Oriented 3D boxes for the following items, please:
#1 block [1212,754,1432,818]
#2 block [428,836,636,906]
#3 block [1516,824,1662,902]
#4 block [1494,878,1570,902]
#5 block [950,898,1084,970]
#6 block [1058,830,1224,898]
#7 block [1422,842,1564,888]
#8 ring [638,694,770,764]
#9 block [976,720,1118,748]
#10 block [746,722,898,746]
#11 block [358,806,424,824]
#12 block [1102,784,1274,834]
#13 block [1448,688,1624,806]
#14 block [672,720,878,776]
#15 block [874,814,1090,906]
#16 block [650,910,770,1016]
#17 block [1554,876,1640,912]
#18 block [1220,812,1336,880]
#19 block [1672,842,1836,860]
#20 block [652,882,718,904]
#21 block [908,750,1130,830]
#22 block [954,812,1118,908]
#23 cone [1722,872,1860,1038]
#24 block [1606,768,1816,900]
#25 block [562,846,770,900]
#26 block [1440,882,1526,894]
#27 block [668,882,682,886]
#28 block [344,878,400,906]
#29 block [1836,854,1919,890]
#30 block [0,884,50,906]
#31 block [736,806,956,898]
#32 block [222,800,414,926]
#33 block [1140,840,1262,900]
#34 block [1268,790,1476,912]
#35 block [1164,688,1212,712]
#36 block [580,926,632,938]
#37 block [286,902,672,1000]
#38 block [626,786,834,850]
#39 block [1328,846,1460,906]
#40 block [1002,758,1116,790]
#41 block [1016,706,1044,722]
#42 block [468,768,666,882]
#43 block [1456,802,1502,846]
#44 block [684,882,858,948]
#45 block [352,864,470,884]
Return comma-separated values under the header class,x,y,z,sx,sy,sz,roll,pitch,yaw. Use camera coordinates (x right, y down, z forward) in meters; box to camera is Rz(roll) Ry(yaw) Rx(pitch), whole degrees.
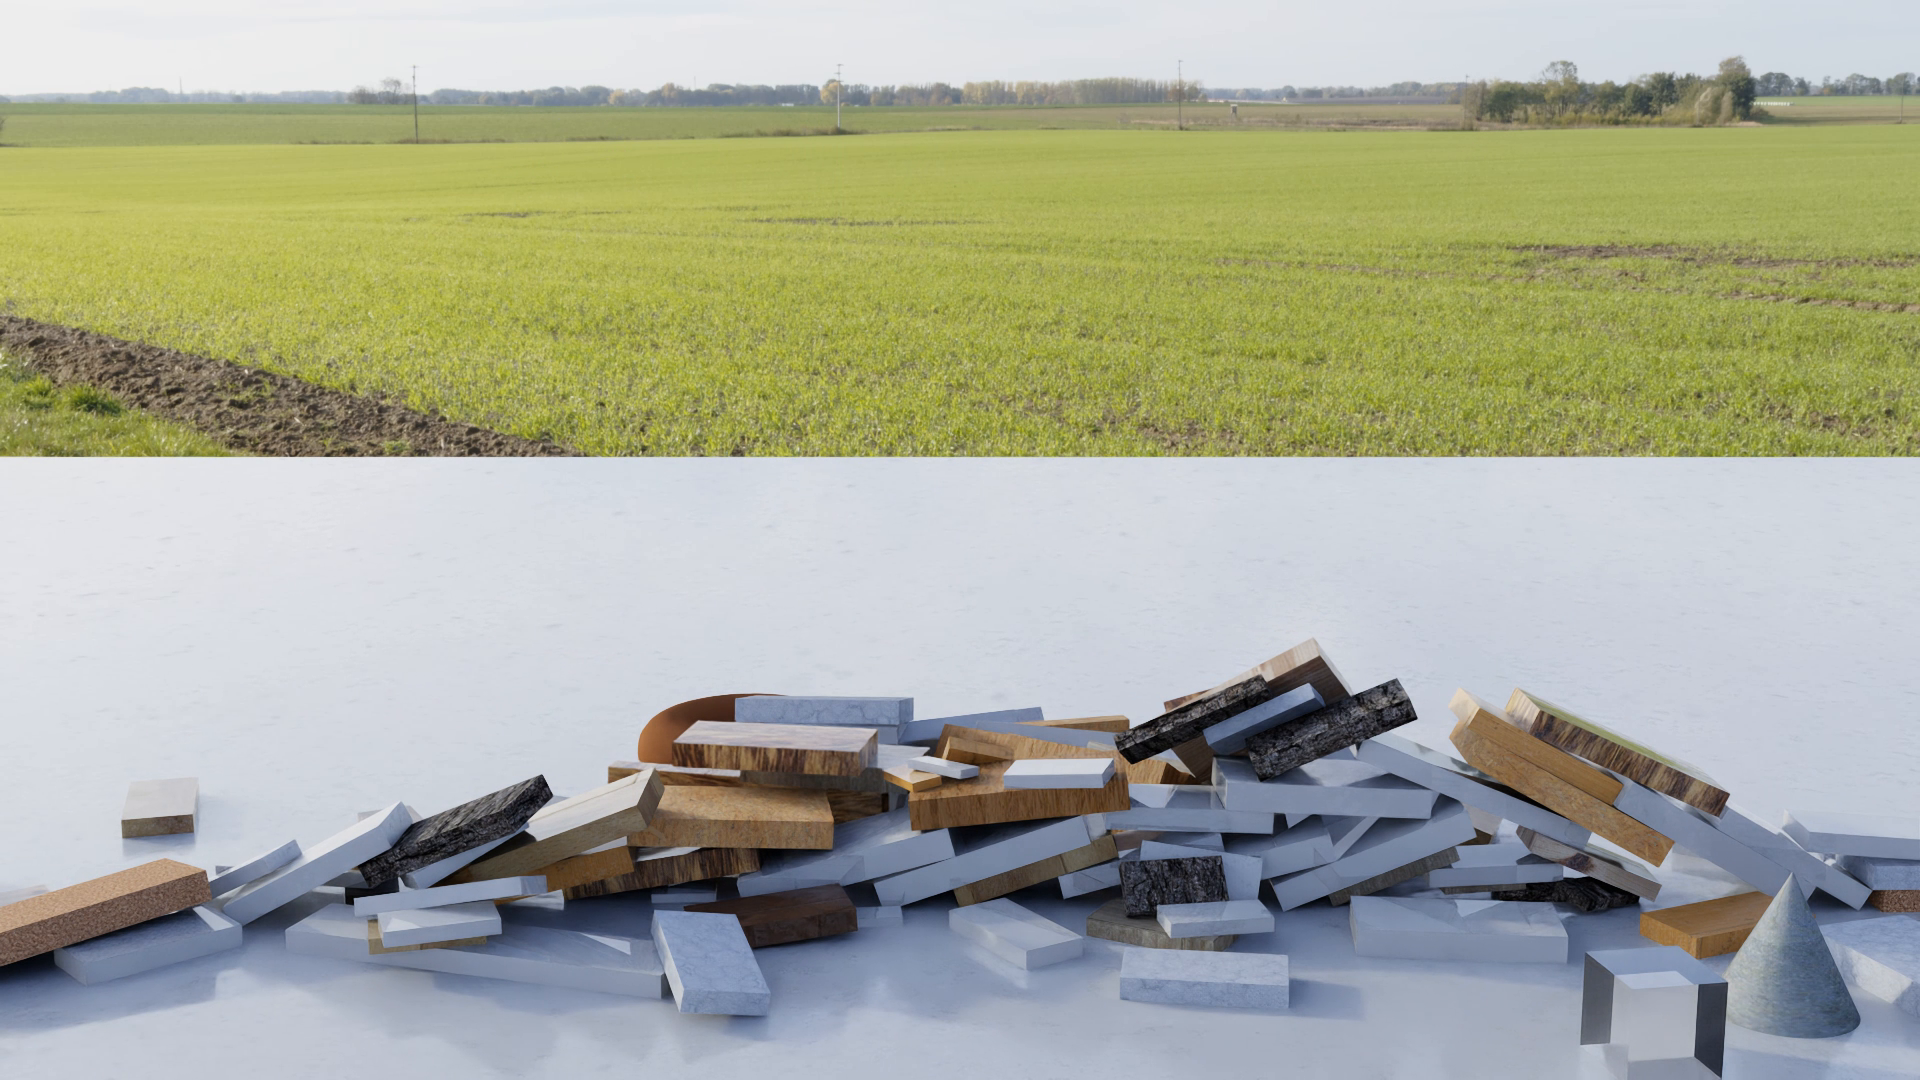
class,x,y,z,sx,sy,sz,roll,pitch,yaw
block,0.598,0.409,3.656,0.336,0.048,0.168,3,10,-2
block,-0.703,0.535,3.625,0.333,0.047,0.167,-13,13,-3
block,1.036,0.526,3.631,0.220,0.031,0.110,22,9,-2
block,0.960,0.582,3.662,0.136,0.019,0.068,0,11,2
block,0.086,0.616,3.448,0.107,0.030,0.214,-7,13,-33
block,0.294,0.520,3.653,0.274,0.039,0.137,-15,10,0
block,0.877,0.539,3.652,0.220,0.031,0.110,-3,10,-1
ring,-0.430,0.402,4.318,0.403,0.134,0.403,-1,11,0
block,0.176,0.430,4.086,0.317,0.158,0.045,4,-16,19
block,-0.282,0.427,4.089,0.333,0.167,0.047,0,10,1
block,-1.012,0.523,3.956,0.096,0.027,0.193,-6,12,-28
block,0.374,0.445,3.653,0.274,0.039,0.137,2,10,-1
block,0.945,0.338,3.619,0.274,0.039,0.137,28,9,-6
block,-0.316,0.357,3.781,0.324,0.042,0.149,2,10,10
block,0.036,0.509,3.656,0.355,0.050,0.178,-19,10,4
block,-0.371,0.623,3.252,0.127,0.036,0.255,7,15,-19
block,1.046,0.578,3.609,0.136,0.019,0.068,-1,21,-36
block,0.442,0.526,3.655,0.336,0.048,0.168,-15,10,2
block,1.390,0.539,3.851,0.245,0.035,0.122,7,12,36
block,-0.458,0.586,3.652,0.105,0.015,0.053,-1,11,-4
block,0.098,0.412,3.638,0.356,0.050,0.178,-6,10,2
block,0.123,0.528,3.652,0.274,0.039,0.137,-19,10,3
cone,1.192,0.577,3.167,0.209,0.209,0.209,0,11,0
block,1.224,0.482,3.647,0.356,0.050,0.178,29,9,-6
block,-0.490,0.529,3.698,0.333,0.047,0.166,-9,11,5
block,0.863,0.565,3.655,0.136,0.019,0.068,-3,10,-4
block,-0.444,0.554,3.693,0.105,0.015,0.053,-13,11,-14
block,-0.985,0.575,3.682,0.086,0.024,0.173,-3,11,-16
block,1.618,0.535,3.637,0.280,0.040,0.140,0,11,-2
block,-1.562,0.599,3.550,0.183,0.026,0.091,-8,13,-36
block,-0.185,0.520,3.658,0.355,0.050,0.178,-15,10,3
block,-1.034,0.523,3.552,0.288,0.041,0.144,-28,8,4
block,0.385,0.548,3.554,0.195,0.098,0.028,8,-6,5
block,0.673,0.507,3.652,0.336,0.048,0.168,-22,10,3
block,0.467,0.359,3.916,0.153,0.043,0.306,-17,-36,6
block,-0.555,0.627,3.428,0.104,0.015,0.052,6,12,30
block,-0.722,0.627,3.372,0.635,0.036,0.127,3,11,17
block,-0.384,0.459,3.646,0.333,0.047,0.166,2,12,-9
block,0.709,0.536,3.643,0.220,0.031,0.110,-21,10,6
block,0.161,0.380,3.574,0.166,0.023,0.083,-3,11,18
block,-0.002,0.397,4.365,0.311,0.044,0.156,-5,-24,-25
block,-0.631,0.463,3.541,0.299,0.042,0.149,-21,15,9
block,0.819,0.464,3.964,0.307,0.043,0.153,23,19,18
block,-0.301,0.599,3.479,0.255,0.036,0.127,-6,12,-14
block,-0.904,0.523,3.634,0.198,0.028,0.099,4,18,26
